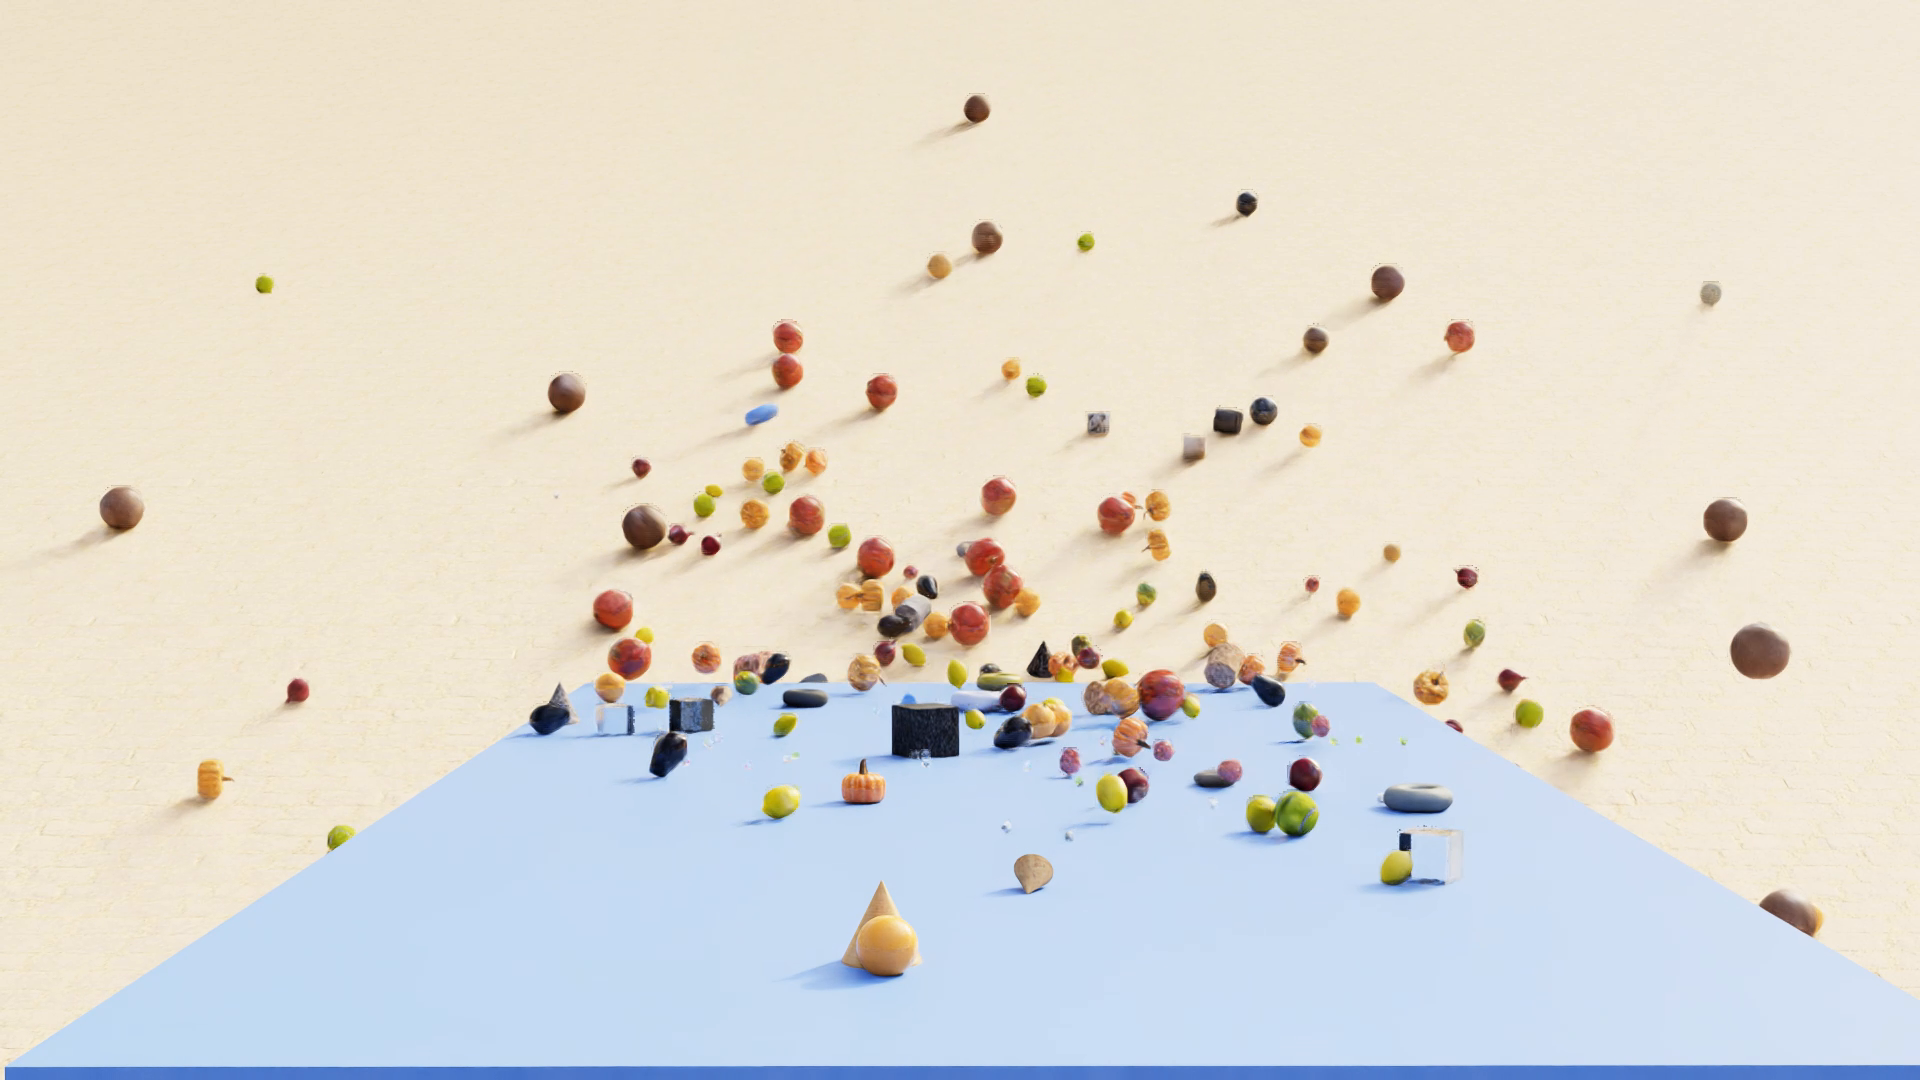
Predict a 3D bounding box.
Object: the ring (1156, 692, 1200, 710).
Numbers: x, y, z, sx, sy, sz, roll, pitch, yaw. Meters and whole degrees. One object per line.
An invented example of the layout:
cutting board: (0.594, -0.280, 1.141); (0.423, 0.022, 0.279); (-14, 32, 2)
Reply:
ring: (0.502, 0.370, 5.928); (0.098, 0.033, 0.098); (-1, 3, 0)

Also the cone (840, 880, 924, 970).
cone: (-0.093, 0.450, 3.050); (0.098, 0.098, 0.098); (0, 2, 0)

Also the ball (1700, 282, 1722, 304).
ball: (2.803, -0.919, 9.607); (0.081, 0.081, 0.081); (0, 24, 0)

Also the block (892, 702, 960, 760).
block: (-0.068, 0.373, 5.039); (0.097, 0.097, 0.097); (-1, 3, -31)

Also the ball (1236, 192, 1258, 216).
ball: (1.190, -1.397, 10.684); (0.096, 0.096, 0.096); (0, 24, 0)

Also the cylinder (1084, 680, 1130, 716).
cylinder: (0.331, 0.353, 5.785); (0.075, 0.075, 0.075); (-3, 20, -42)

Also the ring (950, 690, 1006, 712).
ring: (0.042, 0.367, 5.866); (0.128, 0.043, 0.128); (1, 1, 0)

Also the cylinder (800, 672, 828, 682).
cylinder: (-0.377, 0.374, 6.652); (0.053, 0.053, 0.053); (-23, 2, -42)

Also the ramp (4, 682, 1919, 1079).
ramp: (0.054, 0.490, 4.542); (2.000, 0.100, 4.000); (0, 2, 0)

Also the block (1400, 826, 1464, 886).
block: (0.661, 0.443, 3.610); (0.068, 0.068, 0.068); (1, 3, 32)

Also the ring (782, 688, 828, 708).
ring: (-0.359, 0.367, 5.979); (0.108, 0.036, 0.108); (1, 2, 0)

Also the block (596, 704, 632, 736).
block: (-0.725, 0.377, 5.401); (0.060, 0.060, 0.060); (-1, 2, -25)

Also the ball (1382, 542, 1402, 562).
ball: (1.251, 0.036, 7.449); (0.056, 0.056, 0.056); (0, 24, 0)

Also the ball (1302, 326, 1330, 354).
ball: (1.258, -0.708, 9.106); (0.096, 0.096, 0.096); (0, 24, 0)

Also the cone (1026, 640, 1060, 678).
cone: (0.220, 0.303, 6.794); (0.090, 0.090, 0.090); (0, 24, 0)

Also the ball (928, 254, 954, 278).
ball: (-0.074, -1.053, 9.895); (0.098, 0.098, 0.098); (0, 24, 0)

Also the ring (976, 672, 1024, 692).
ring: (0.098, 0.351, 6.344); (0.117, 0.039, 0.117); (-1, 3, 0)

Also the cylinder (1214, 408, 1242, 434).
cylinder: (0.873, -0.387, 8.387); (0.077, 0.077, 0.077); (8, 25, 19)

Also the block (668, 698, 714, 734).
block: (-0.570, 0.371, 5.464); (0.066, 0.066, 0.066); (2, 3, 39)

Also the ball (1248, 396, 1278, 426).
ball: (0.997, -0.423, 8.450); (0.096, 0.096, 0.096); (0, 24, 0)

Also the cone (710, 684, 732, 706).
cone: (-0.553, 0.373, 5.972); (0.052, 0.052, 0.052); (-5, 41, -11)

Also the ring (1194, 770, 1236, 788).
ring: (0.454, 0.426, 4.593); (0.075, 0.025, 0.075); (-1, 3, 0)

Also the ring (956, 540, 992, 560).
ring: (0.040, 0.030, 7.489); (0.103, 0.034, 0.103); (2, 21, -1)

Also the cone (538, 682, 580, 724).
cone: (-0.873, 0.353, 5.618); (0.092, 0.092, 0.092); (0, 2, 0)

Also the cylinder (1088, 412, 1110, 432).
cylinder: (0.451, -0.382, 8.392); (0.065, 0.065, 0.065); (-1, 24, -2)

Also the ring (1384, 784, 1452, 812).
ring: (0.766, 0.431, 4.303); (0.115, 0.038, 0.115); (-1, 2, 0)

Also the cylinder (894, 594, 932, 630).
cylinder: (-0.128, 0.198, 7.050); (0.077, 0.077, 0.077); (11, 26, 23)

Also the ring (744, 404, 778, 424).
ring: (-0.651, -0.411, 8.433); (0.116, 0.039, 0.116); (-22, -7, -3)

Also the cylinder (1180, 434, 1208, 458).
cylinder: (0.745, -0.295, 8.190); (0.068, 0.068, 0.068); (-12, 18, 24)

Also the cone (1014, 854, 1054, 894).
cone: (0.096, 0.468, 3.520); (0.056, 0.056, 0.056); (4, 29, 9)
